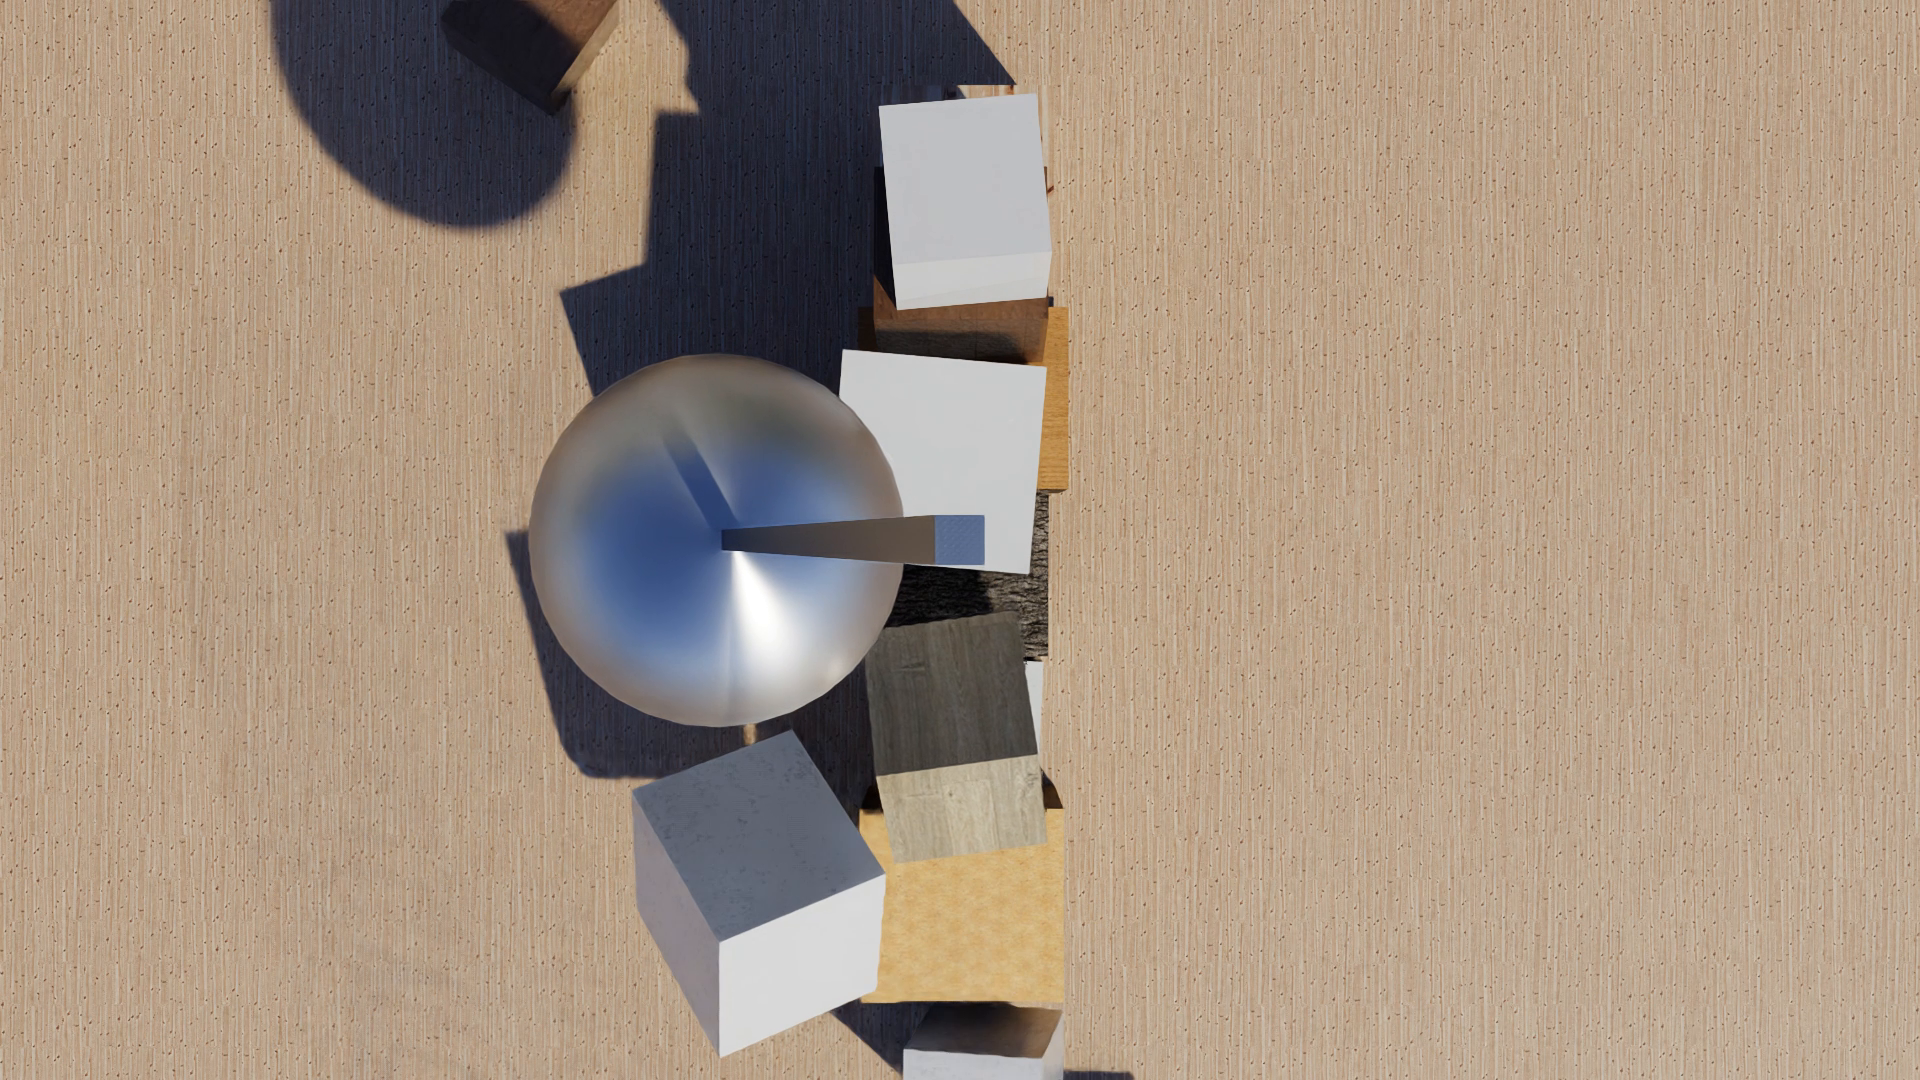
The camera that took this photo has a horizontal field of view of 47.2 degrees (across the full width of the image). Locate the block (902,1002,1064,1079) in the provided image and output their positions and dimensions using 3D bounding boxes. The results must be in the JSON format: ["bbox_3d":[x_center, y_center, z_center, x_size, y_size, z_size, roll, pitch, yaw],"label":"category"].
[{"bbox_3d":[0.138,3.080,12.137,0.747,0.906,0.783,2,95,10],"label":"block"}]

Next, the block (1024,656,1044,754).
[{"bbox_3d":[0.009,1.035,12.587,0.872,0.825,0.763,3,90,0],"label":"block"}]

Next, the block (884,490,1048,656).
[{"bbox_3d":[-0.009,0.180,12.503,0.986,0.994,0.908,0,90,0],"label":"block"}]

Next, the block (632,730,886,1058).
[{"bbox_3d":[-1.067,1.843,11.511,0.921,1.035,1.048,-19,50,-23],"label":"block"}]

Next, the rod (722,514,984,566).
[{"bbox_3d":[-0.446,0.000,6.038,0.080,5.200,0.080,0,90,-10],"label":"rod"}]

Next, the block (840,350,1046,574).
[{"bbox_3d":[-0.119,-0.389,11.391,1.018,0.906,1.034,5,90,0],"label":"block"}]

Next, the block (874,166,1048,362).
[{"bbox_3d":[0.005,-1.419,11.449,0.874,0.834,0.797,0,79,0],"label":"block"}]

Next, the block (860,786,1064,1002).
[{"bbox_3d":[0.012,1.972,12.430,1.098,1.139,1.042,0,90,0],"label":"block"}]

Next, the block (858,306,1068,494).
[{"bbox_3d":[0.018,-0.766,12.422,1.134,1.156,0.980,0,90,0],"label":"block"}]

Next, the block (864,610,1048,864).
[{"bbox_3d":[-0.027,1.039,11.560,0.817,0.831,0.921,-8,50,0],"label":"block"}]

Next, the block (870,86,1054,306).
[{"bbox_3d":[0.010,-1.867,12.466,0.997,1.068,1.202,0,90,0],"label":"block"}]

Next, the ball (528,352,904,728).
[{"bbox_3d":[-1.029,0.000,9.387,1.600,1.600,1.600,0,90,0],"label":"ball"}]

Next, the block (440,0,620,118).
[{"bbox_3d":[-2.442,-2.961,12.559,0.718,0.741,0.681,35,86,-8],"label":"block"}]

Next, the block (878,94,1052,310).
[{"bbox_3d":[0.023,-1.632,10.691,0.747,0.735,0.785,-5,80,-1],"label":"block"}]
